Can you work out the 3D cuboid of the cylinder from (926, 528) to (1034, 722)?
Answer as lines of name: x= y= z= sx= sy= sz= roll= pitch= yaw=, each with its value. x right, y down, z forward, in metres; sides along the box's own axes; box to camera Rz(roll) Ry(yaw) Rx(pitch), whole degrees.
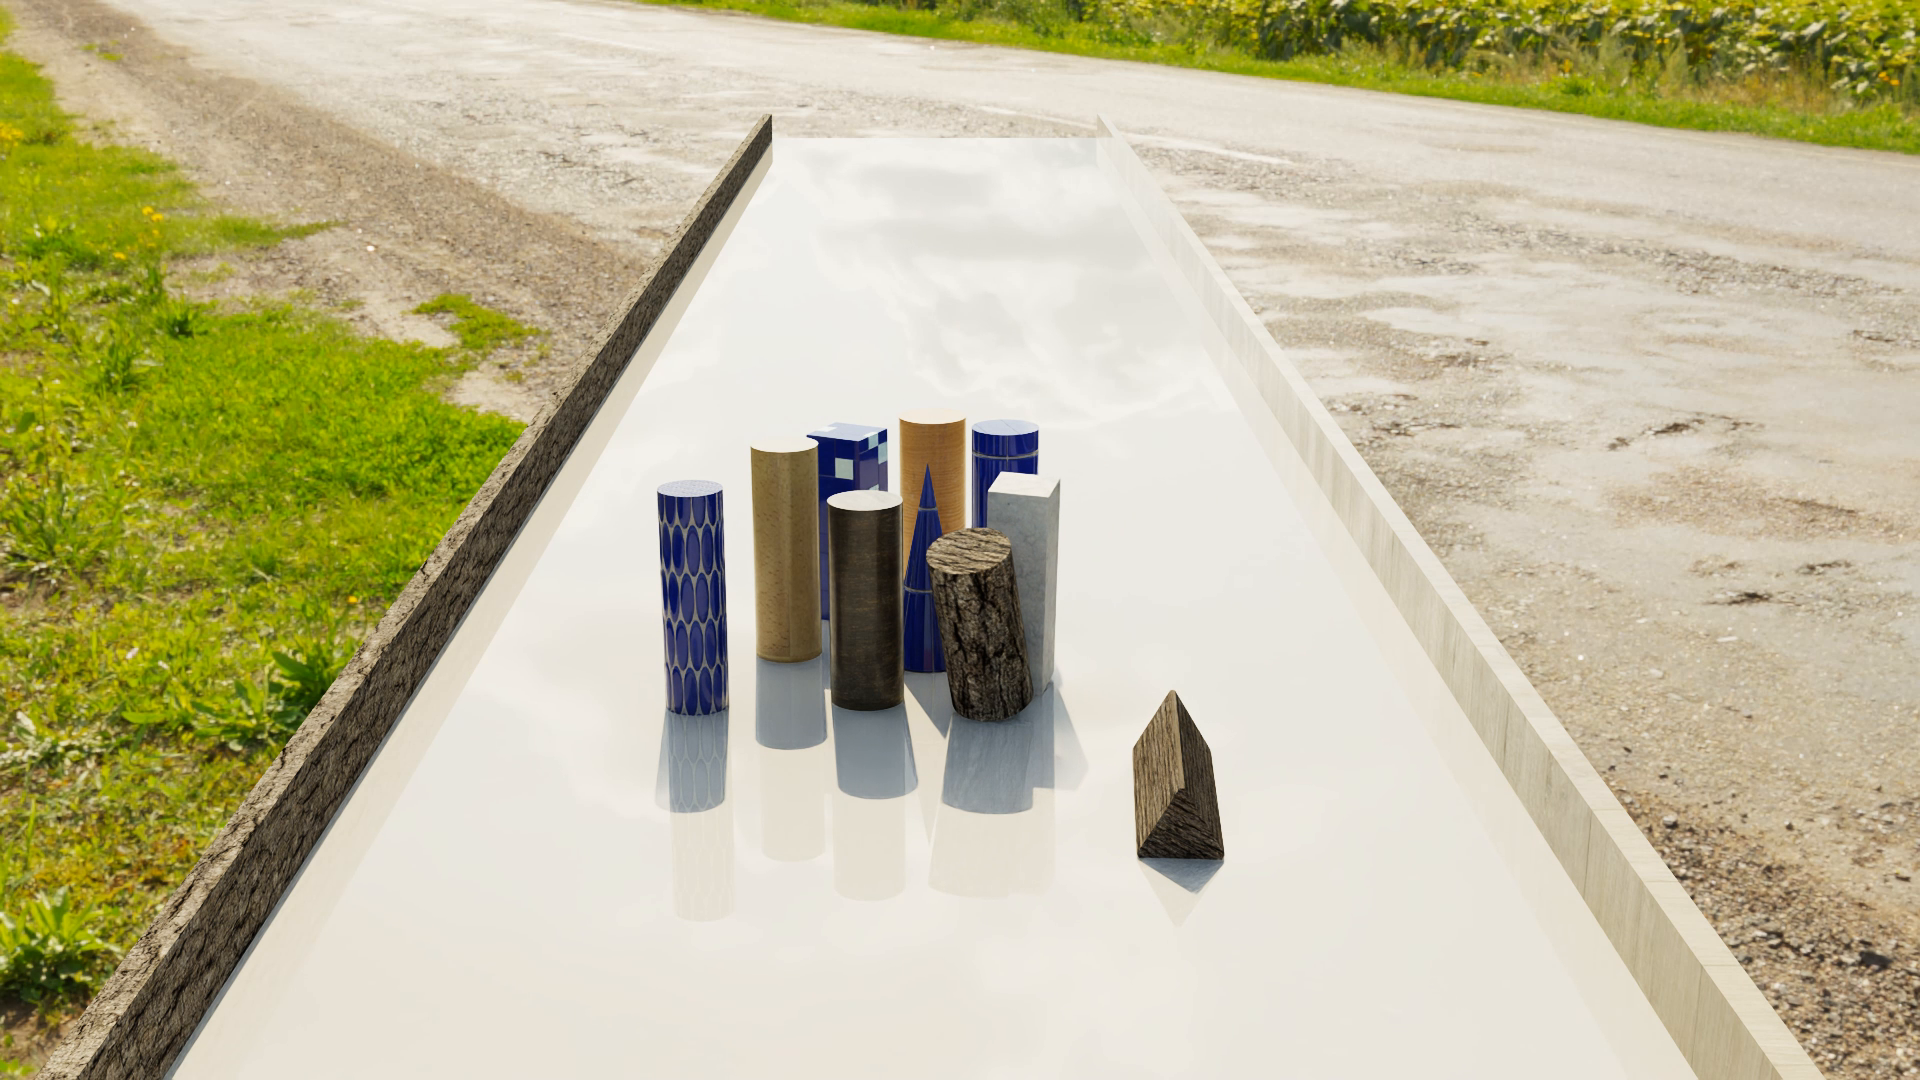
cylinder: x=0.039 y=0.157 z=4.067 sx=0.155 sy=0.329 sz=0.155 roll=-7 pitch=32 yaw=4

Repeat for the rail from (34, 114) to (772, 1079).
rail: x=-1.118 y=-0.838 z=7.780 sx=0.050 sy=0.150 sz=12.000 roll=0 pitch=17 yaw=-1

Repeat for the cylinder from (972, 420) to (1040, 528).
cylinder: x=0.095 y=-0.041 z=4.652 sx=0.142 sy=0.406 sz=0.142 roll=0 pitch=17 yaw=0

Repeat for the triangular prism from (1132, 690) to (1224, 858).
triangular prism: x=0.365 y=0.386 z=3.710 sx=0.137 sy=0.119 sz=0.445 roll=1 pitch=17 yaw=3

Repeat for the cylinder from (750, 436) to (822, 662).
cylinder: x=-0.347 y=0.019 z=4.401 sx=0.134 sy=0.435 sz=0.134 roll=0 pitch=17 yaw=0

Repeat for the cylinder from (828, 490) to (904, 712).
cylinder: x=-0.177 y=0.114 z=4.154 sx=0.141 sy=0.393 sz=0.141 roll=0 pitch=17 yaw=0

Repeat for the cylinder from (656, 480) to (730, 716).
cylinder: x=-0.498 y=0.108 z=4.118 sx=0.121 sy=0.425 sz=0.121 roll=0 pitch=17 yaw=0

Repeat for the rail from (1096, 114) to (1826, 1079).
rail: x=0.932 y=-0.844 z=7.801 sx=0.050 sy=0.150 sz=12.000 roll=0 pitch=17 yaw=-1

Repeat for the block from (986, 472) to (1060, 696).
block: x=0.118 y=0.084 z=4.213 sx=0.116 sy=0.405 sz=0.116 roll=6 pitch=22 yaw=12

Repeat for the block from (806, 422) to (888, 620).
block: x=-0.236 y=-0.035 z=4.644 sx=0.125 sy=0.399 sz=0.125 roll=8 pitch=18 yaw=25

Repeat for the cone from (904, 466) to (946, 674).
cone: x=-0.063 y=0.044 z=4.359 sx=0.161 sy=0.410 sz=0.161 roll=0 pitch=17 yaw=0

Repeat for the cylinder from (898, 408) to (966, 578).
cylinder: x=-0.061 y=-0.096 z=4.897 sx=0.149 sy=0.371 sz=0.149 roll=0 pitch=17 yaw=0
